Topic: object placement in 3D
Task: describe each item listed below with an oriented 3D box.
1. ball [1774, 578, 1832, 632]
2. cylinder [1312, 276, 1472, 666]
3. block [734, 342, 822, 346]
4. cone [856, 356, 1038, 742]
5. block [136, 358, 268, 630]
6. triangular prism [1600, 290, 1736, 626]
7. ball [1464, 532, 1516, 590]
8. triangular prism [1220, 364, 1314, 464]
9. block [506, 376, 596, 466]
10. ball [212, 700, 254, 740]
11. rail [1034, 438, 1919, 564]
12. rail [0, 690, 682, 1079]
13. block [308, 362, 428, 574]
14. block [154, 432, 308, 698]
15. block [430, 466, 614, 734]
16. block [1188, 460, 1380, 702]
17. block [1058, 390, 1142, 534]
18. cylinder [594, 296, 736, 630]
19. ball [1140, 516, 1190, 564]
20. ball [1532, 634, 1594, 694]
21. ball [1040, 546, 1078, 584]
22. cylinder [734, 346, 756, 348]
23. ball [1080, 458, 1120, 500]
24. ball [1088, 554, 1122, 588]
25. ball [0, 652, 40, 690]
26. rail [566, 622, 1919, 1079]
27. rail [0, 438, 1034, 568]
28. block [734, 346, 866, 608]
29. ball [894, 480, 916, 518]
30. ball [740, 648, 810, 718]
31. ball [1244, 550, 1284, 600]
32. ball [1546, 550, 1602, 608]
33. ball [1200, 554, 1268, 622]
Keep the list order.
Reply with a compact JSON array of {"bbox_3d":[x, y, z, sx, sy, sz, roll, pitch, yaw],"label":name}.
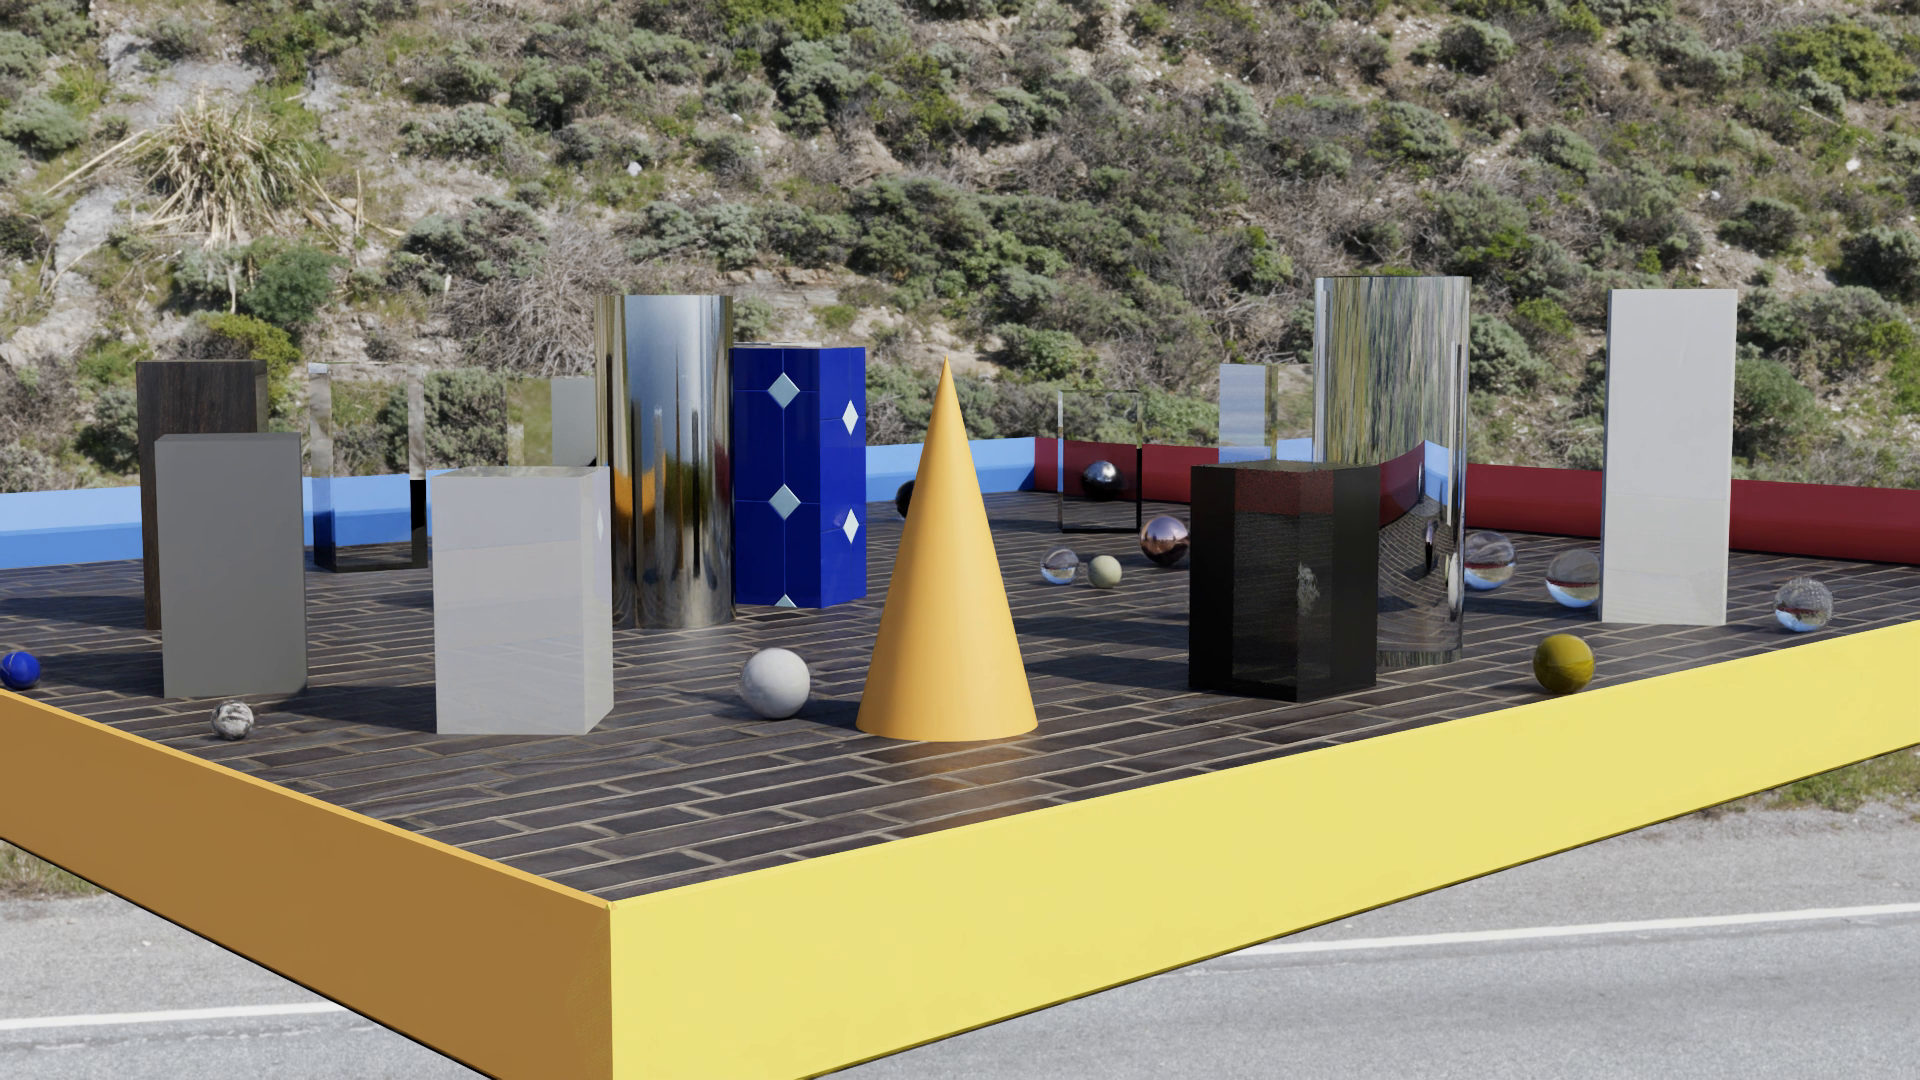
[{"bbox_3d":[1.169,0.090,3.051,0.075,0.075,0.075,0,6,0],"label":"ball"},{"bbox_3d":[0.552,-0.094,2.830,0.197,0.487,0.197,0,6,0],"label":"cylinder"},{"bbox_3d":[-0.389,-0.208,4.440,0.158,0.380,0.158,4,7,35],"label":"block"},{"bbox_3d":[-0.015,0.000,2.356,0.197,0.399,0.197,0,6,0],"label":"cone"},{"bbox_3d":[-1.075,-0.069,3.141,0.158,0.374,0.158,-1,6,-12],"label":"block"},{"bbox_3d":[1.017,-0.124,3.183,0.171,0.474,0.148,1,6,13],"label":"triangular prism"},{"bbox_3d":[0.840,0.033,3.513,0.094,0.094,0.094,0,6,0],"label":"ball"},{"bbox_3d":[0.514,-0.127,3.795,0.148,0.353,0.171,4,7,35],"label":"triangular prism"},{"bbox_3d":[-0.686,-0.122,3.871,0.158,0.328,0.158,-5,8,-40],"label":"block"},{"bbox_3d":[-0.757,0.187,2.288,0.041,0.041,0.041,0,6,0],"label":"ball"},{"bbox_3d":[1.163,-0.078,4.399,0.045,0.128,2.932,-5,8,-42],"label":"rail"},{"bbox_3d":[-1.163,0.145,2.265,0.045,0.128,2.932,-5,8,-42],"label":"rail"},{"bbox_3d":[-1.029,-0.130,3.821,0.158,0.354,0.158,-3,7,-29],"label":"block"},{"bbox_3d":[-0.862,0.025,2.614,0.158,0.296,0.158,-2,6,-16],"label":"block"},{"bbox_3d":[-0.470,0.061,2.381,0.158,0.272,0.158,0,6,2],"label":"block"},{"bbox_3d":[0.383,0.043,2.600,0.158,0.263,0.158,6,8,45],"label":"block"},{"bbox_3d":[0.282,-0.161,4.461,0.158,0.282,0.158,0,6,-1],"label":"block"},{"bbox_3d":[-0.422,-0.116,3.153,0.197,0.465,0.197,0,6,0],"label":"cylinder"},{"bbox_3d":[0.359,0.000,3.859,0.087,0.087,0.087,0,6,0],"label":"ball"},{"bbox_3d":[0.703,0.144,2.563,0.070,0.070,0.070,0,6,0],"label":"ball"},{"bbox_3d":[0.162,0.041,3.580,0.063,0.063,0.063,0,6,0],"label":"ball"},{"bbox_3d":[-0.387,-0.165,4.026,0.197,0.380,0.197,0,6,0],"label":"cylinder"},{"bbox_3d":[0.331,-0.144,5.197,0.096,0.096,0.096,0,6,0],"label":"ball"},{"bbox_3d":[0.232,0.051,3.529,0.055,0.055,0.055,0,6,0],"label":"ball"},{"bbox_3d":[-1.106,0.154,2.587,0.046,0.046,0.046,0,6,0],"label":"ball"},{"bbox_3d":[0.978,0.143,2.278,3.212,0.128,0.045,-5,8,-42],"label":"rail"},{"bbox_3d":[-0.978,-0.077,4.386,3.212,0.128,0.045,-5,8,-42],"label":"rail"},{"bbox_3d":[-0.250,-0.101,3.376,0.158,0.388,0.158,3,6,23],"label":"block"},{"bbox_3d":[-0.095,-0.084,4.661,0.087,0.087,0.087,0,6,0],"label":"ball"},{"bbox_3d":[-0.202,0.157,2.406,0.077,0.077,0.077,0,6,0],"label":"ball"},{"bbox_3d":[0.456,0.054,3.373,0.080,0.080,0.080,0,6,0],"label":"ball"},{"bbox_3d":[0.925,0.058,3.300,0.088,0.088,0.088,0,6,0],"label":"ball"},{"bbox_3d":[0.393,0.068,3.158,0.098,0.098,0.098,0,6,0],"label":"ball"}]
